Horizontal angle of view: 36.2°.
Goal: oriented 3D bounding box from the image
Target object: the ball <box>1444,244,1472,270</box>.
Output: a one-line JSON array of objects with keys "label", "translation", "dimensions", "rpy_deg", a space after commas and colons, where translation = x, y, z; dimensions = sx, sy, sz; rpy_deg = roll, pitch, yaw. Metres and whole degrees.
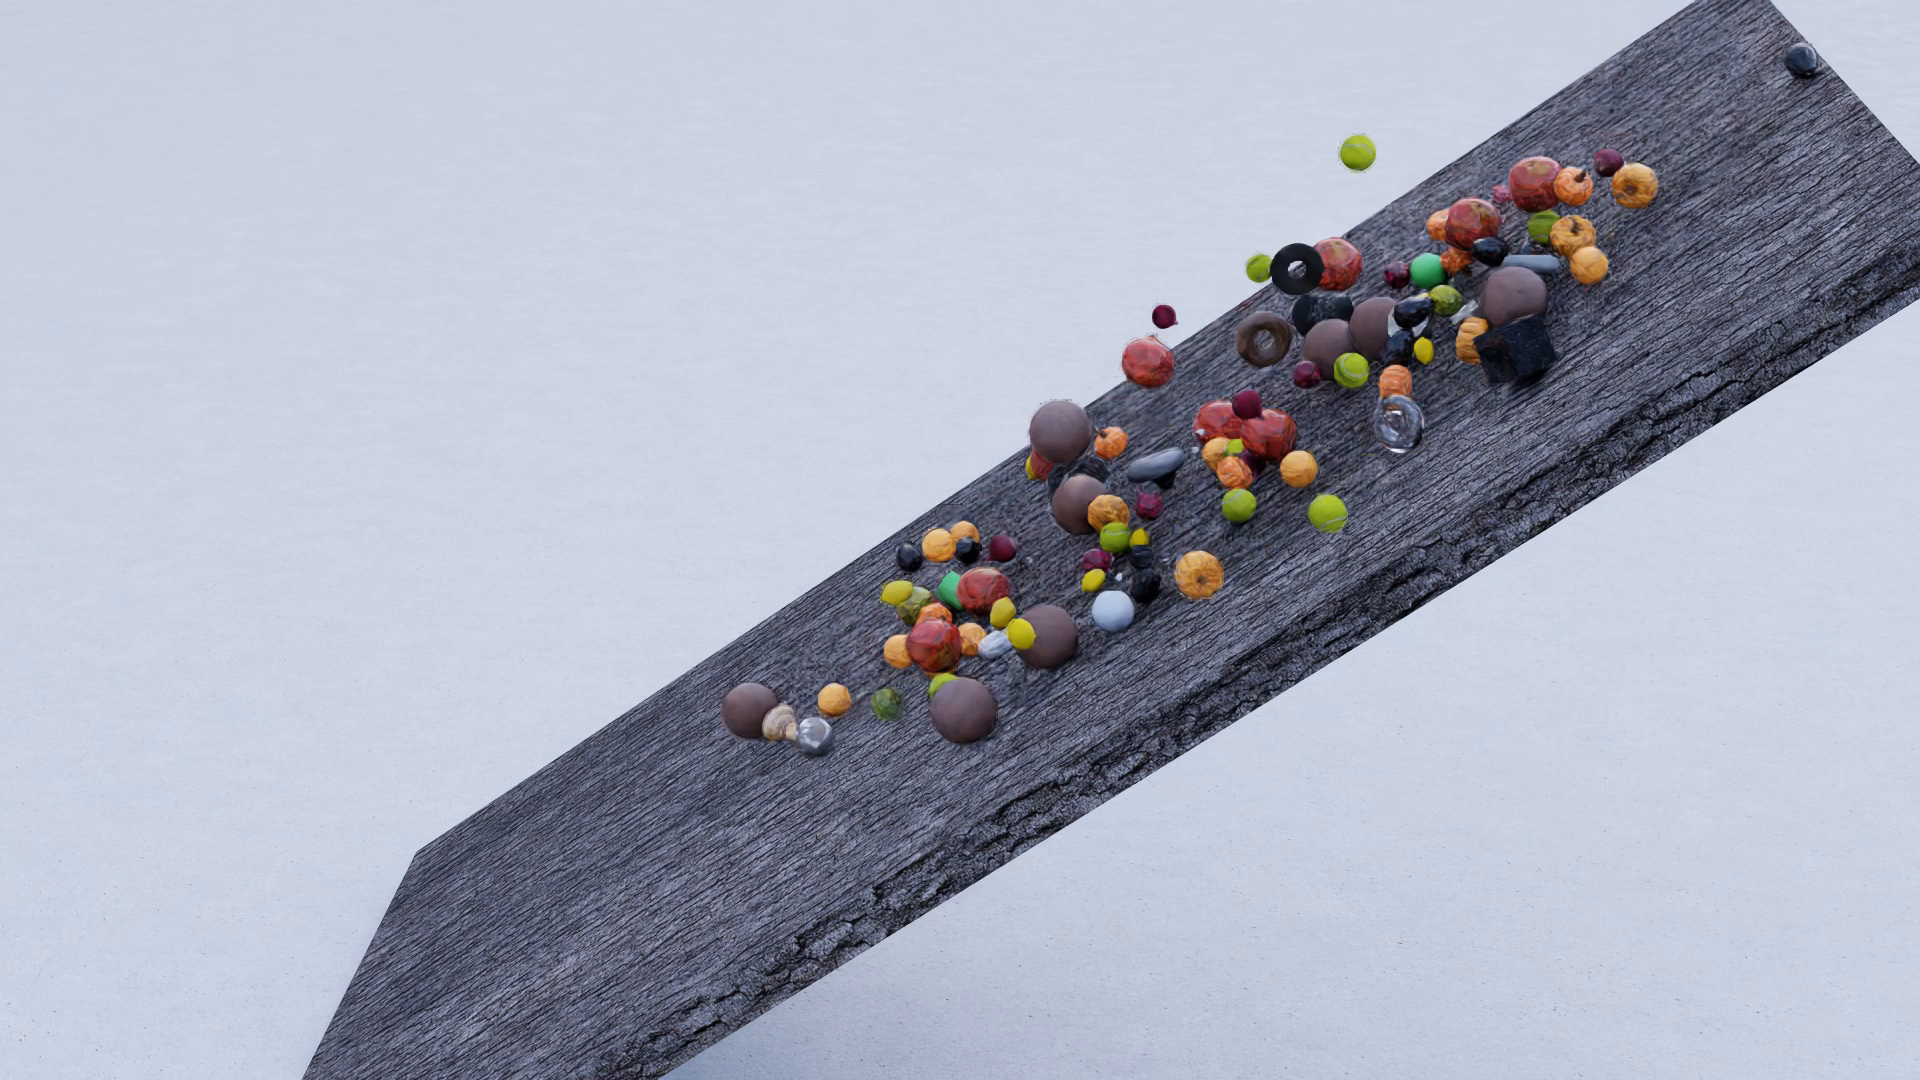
[{"label": "ball", "translation": [1.048, -0.593, 6.188], "dimensions": [0.055, 0.055, 0.055], "rpy_deg": [0, 22, 0]}]

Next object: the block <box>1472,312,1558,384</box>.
[{"label": "block", "translation": [1.024, -0.353, 5.426], "dimensions": [0.093, 0.093, 0.093], "rpy_deg": [-26, 7, -25]}]

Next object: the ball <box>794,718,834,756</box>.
[{"label": "ball", "translation": [-0.311, 0.419, 6.263], "dimensions": [0.083, 0.083, 0.083], "rpy_deg": [0, 22, 0]}]

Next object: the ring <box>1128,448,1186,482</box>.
[{"label": "ring", "translation": [0.402, -0.153, 6.015], "dimensions": [0.126, 0.042, 0.126], "rpy_deg": [-22, 5, 2]}]

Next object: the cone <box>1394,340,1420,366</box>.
[{"label": "cone", "translation": [0.906, -0.386, 5.914], "dimensions": [0.050, 0.050, 0.050], "rpy_deg": [-38, 26, 1]}]

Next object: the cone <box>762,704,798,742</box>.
[{"label": "cone", "translation": [-0.375, 0.423, 6.477], "dimensions": [0.090, 0.090, 0.090], "rpy_deg": [-15, 32, -33]}]

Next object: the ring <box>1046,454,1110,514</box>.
[{"label": "ring", "translation": [0.257, -0.120, 6.405], "dimensions": [0.143, 0.143, 0.048], "rpy_deg": [-4, 25, -11]}]

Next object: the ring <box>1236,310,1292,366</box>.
[{"label": "ring", "translation": [0.645, -0.427, 6.245], "dimensions": [0.122, 0.122, 0.041], "rpy_deg": [-3, 17, -8]}]

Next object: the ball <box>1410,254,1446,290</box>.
[{"label": "ball", "translation": [0.987, -0.566, 6.202], "dimensions": [0.077, 0.077, 0.077], "rpy_deg": [0, 22, 0]}]

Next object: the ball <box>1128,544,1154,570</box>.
[{"label": "ball", "translation": [0.365, 0.034, 5.919], "dimensions": [0.052, 0.052, 0.052], "rpy_deg": [0, 22, 0]}]

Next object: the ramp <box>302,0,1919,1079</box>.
[{"label": "ramp", "translation": [0.132, 0.177, 6.315], "dimensions": [4.000, 0.100, 2.000], "rpy_deg": [-33, 16, 16]}]

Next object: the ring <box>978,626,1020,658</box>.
[{"label": "ring", "translation": [0.080, 0.211, 6.058], "dimensions": [0.098, 0.033, 0.098], "rpy_deg": [-28, 13, 7]}]

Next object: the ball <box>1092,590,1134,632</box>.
[{"label": "ball", "translation": [0.297, 0.138, 5.713], "dimensions": [0.082, 0.082, 0.082], "rpy_deg": [0, 22, 0]}]

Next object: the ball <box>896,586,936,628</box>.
[{"label": "ball", "translation": [-0.097, 0.148, 6.546], "dimensions": [0.091, 0.091, 0.091], "rpy_deg": [0, 22, 0]}]

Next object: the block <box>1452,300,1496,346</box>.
[{"label": "block", "translation": [1.009, -0.427, 5.779], "dimensions": [0.058, 0.058, 0.058], "rpy_deg": [-40, 14, 13]}]

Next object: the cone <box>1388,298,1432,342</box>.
[{"label": "cone", "translation": [0.928, -0.426, 5.930], "dimensions": [0.096, 0.096, 0.096], "rpy_deg": [24, -2, 45]}]

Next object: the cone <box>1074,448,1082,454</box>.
[{"label": "cone", "translation": [0.273, -0.189, 6.717], "dimensions": [0.054, 0.054, 0.054], "rpy_deg": [-15, 64, -33]}]

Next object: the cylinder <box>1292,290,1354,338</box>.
[{"label": "cylinder", "translation": [0.768, -0.477, 6.219], "dimensions": [0.091, 0.091, 0.091], "rpy_deg": [-11, 24, -37]}]

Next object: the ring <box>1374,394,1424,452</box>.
[{"label": "ring", "translation": [0.824, -0.219, 5.528], "dimensions": [0.037, 0.112, 0.112], "rpy_deg": [-13, 25, -41]}]

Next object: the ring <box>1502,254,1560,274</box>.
[{"label": "ring", "translation": [1.104, -0.533, 5.688], "dimensions": [0.109, 0.036, 0.109], "rpy_deg": [2, 3, 0]}]

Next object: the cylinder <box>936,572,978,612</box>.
[{"label": "cylinder", "translation": [-0.007, 0.113, 6.428], "dimensions": [0.066, 0.066, 0.066], "rpy_deg": [31, 32, 15]}]
